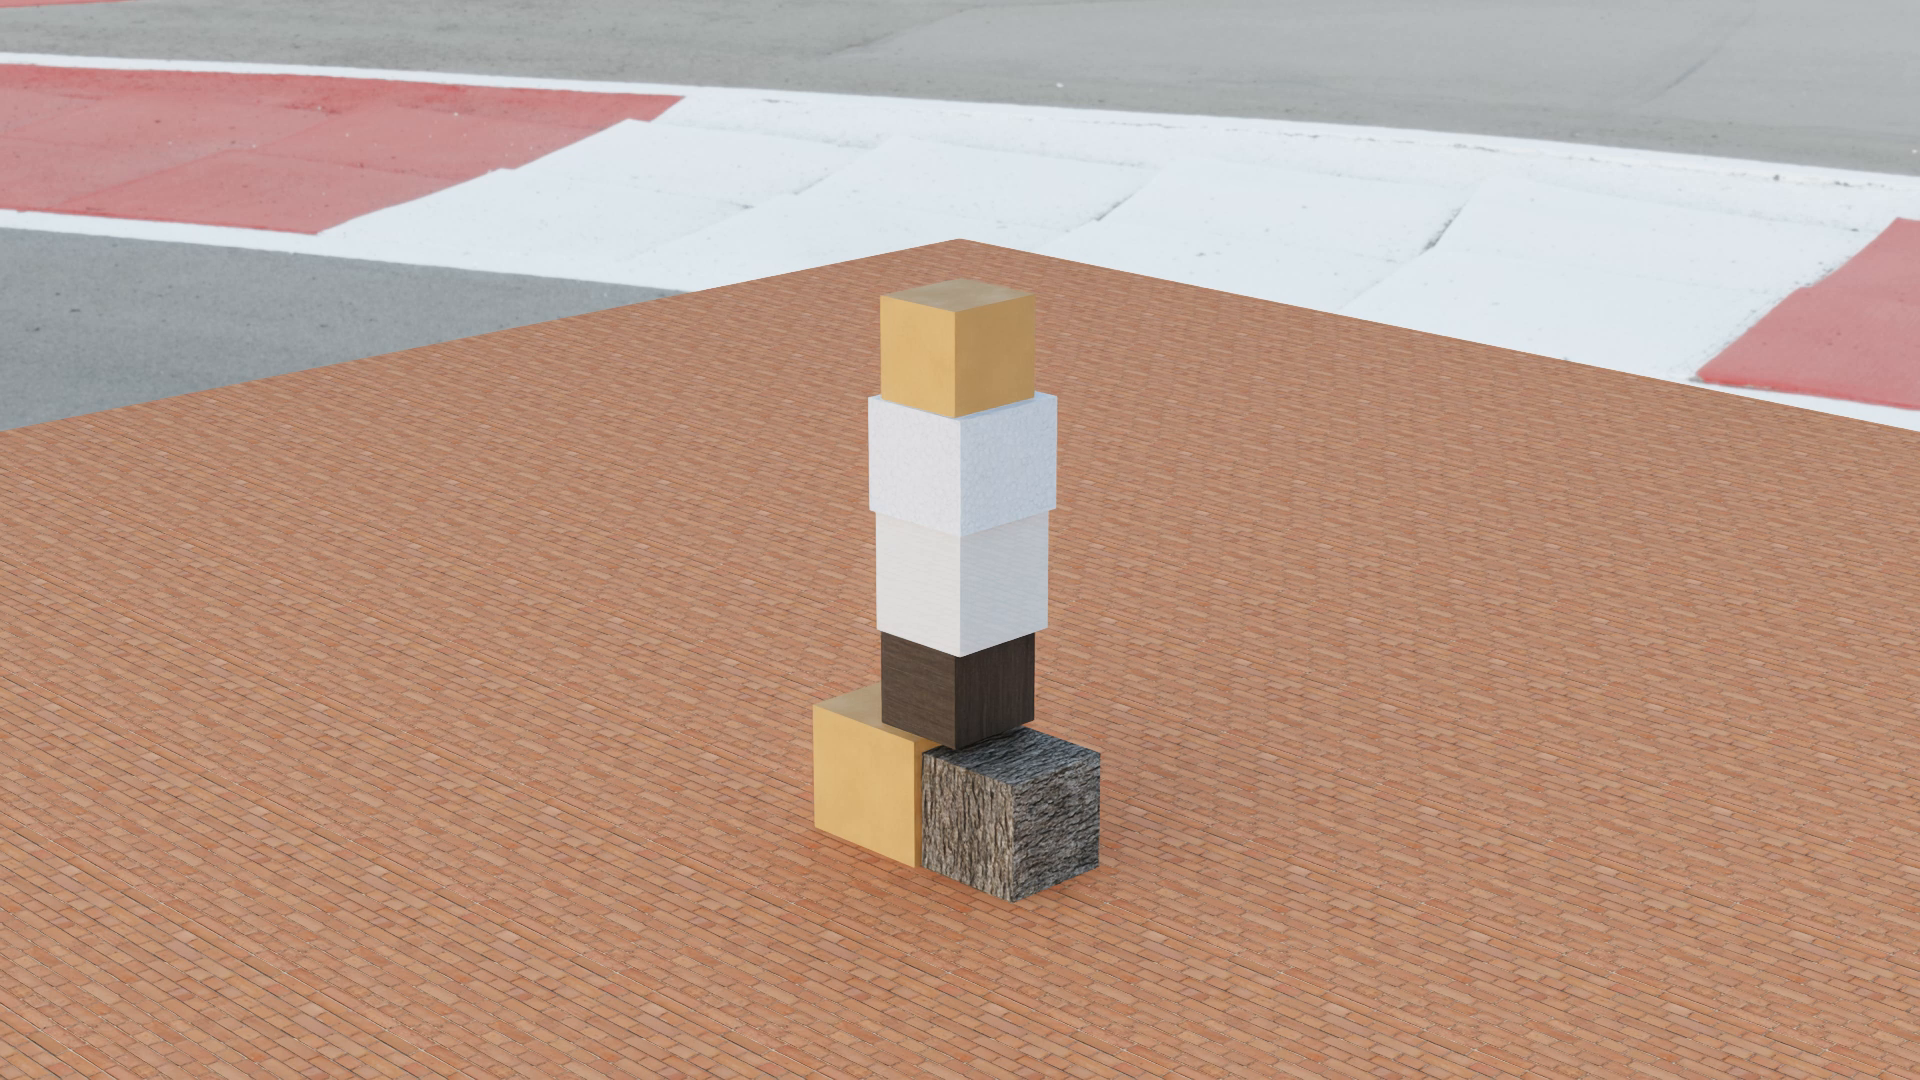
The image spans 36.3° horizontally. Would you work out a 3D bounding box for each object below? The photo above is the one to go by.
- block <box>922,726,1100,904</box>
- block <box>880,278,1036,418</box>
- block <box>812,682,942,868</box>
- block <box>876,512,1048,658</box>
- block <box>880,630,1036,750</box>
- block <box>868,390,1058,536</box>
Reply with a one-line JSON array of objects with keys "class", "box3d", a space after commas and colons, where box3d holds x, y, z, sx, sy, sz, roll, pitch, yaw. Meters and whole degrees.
[{"class": "block", "box3d": [0.233, 1.239, 13.461, 0.573, 0.564, 0.583, -17, 24, -42]}, {"class": "block", "box3d": [-0.009, -0.861, 13.061, 0.505, 0.473, 0.466, -17, 24, -42]}, {"class": "block", "box3d": [-0.206, 1.070, 13.902, 0.696, 0.622, 0.683, -17, 24, -42]}, {"class": "block", "box3d": [0.011, 0.134, 13.395, 0.570, 0.573, 0.540, -17, 24, -42]}, {"class": "block", "box3d": [-0.009, 0.627, 13.529, 0.522, 0.448, 0.481, -17, 24, -42]}, {"class": "block", "box3d": [0.013, -0.391, 13.232, 0.614, 0.526, 0.584, -17, 24, -42]}]
